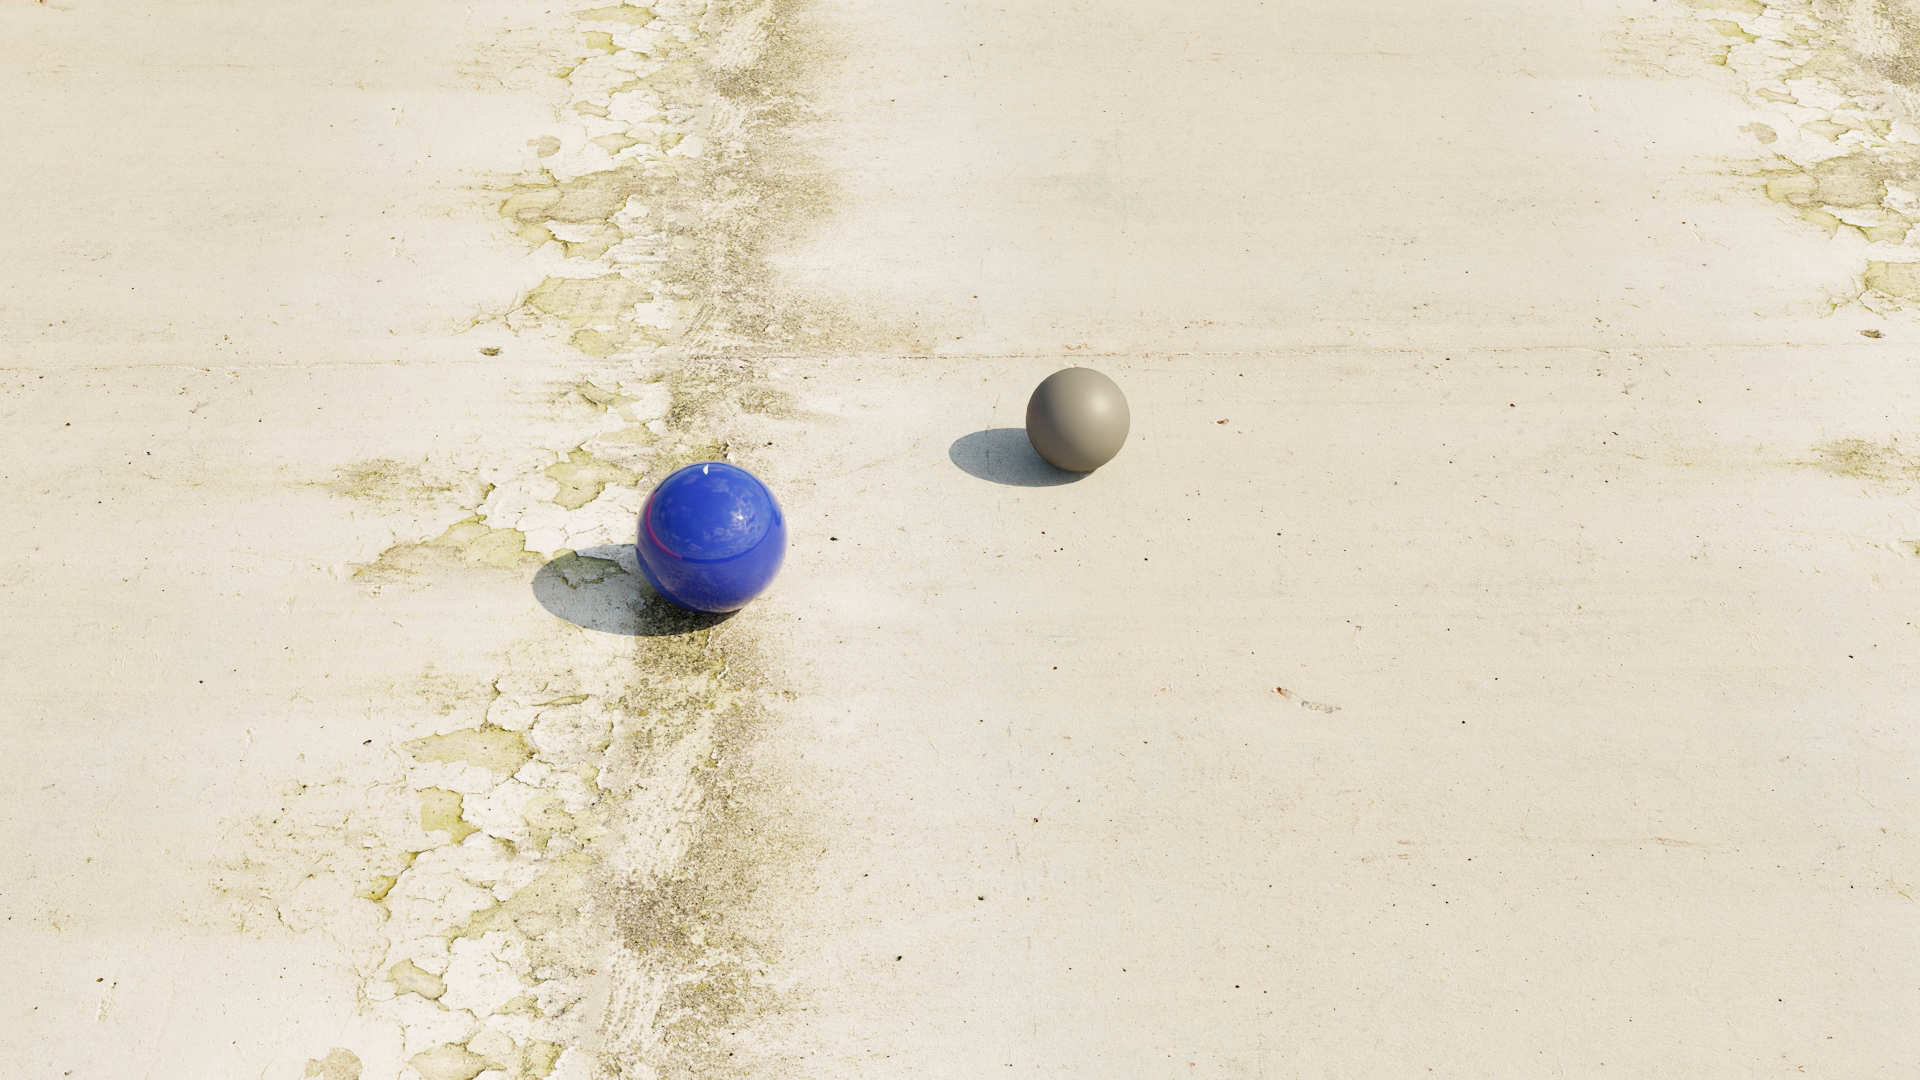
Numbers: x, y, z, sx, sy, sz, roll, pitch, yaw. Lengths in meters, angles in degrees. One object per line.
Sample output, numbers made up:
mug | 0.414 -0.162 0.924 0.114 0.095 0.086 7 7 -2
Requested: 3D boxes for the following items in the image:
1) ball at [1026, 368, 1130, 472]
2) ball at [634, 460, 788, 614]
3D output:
ball | 0.079 -0.080 1.710 0.070 0.070 0.070 0 36 0
ball | -0.153 -0.002 1.583 0.095 0.095 0.095 0 36 0
